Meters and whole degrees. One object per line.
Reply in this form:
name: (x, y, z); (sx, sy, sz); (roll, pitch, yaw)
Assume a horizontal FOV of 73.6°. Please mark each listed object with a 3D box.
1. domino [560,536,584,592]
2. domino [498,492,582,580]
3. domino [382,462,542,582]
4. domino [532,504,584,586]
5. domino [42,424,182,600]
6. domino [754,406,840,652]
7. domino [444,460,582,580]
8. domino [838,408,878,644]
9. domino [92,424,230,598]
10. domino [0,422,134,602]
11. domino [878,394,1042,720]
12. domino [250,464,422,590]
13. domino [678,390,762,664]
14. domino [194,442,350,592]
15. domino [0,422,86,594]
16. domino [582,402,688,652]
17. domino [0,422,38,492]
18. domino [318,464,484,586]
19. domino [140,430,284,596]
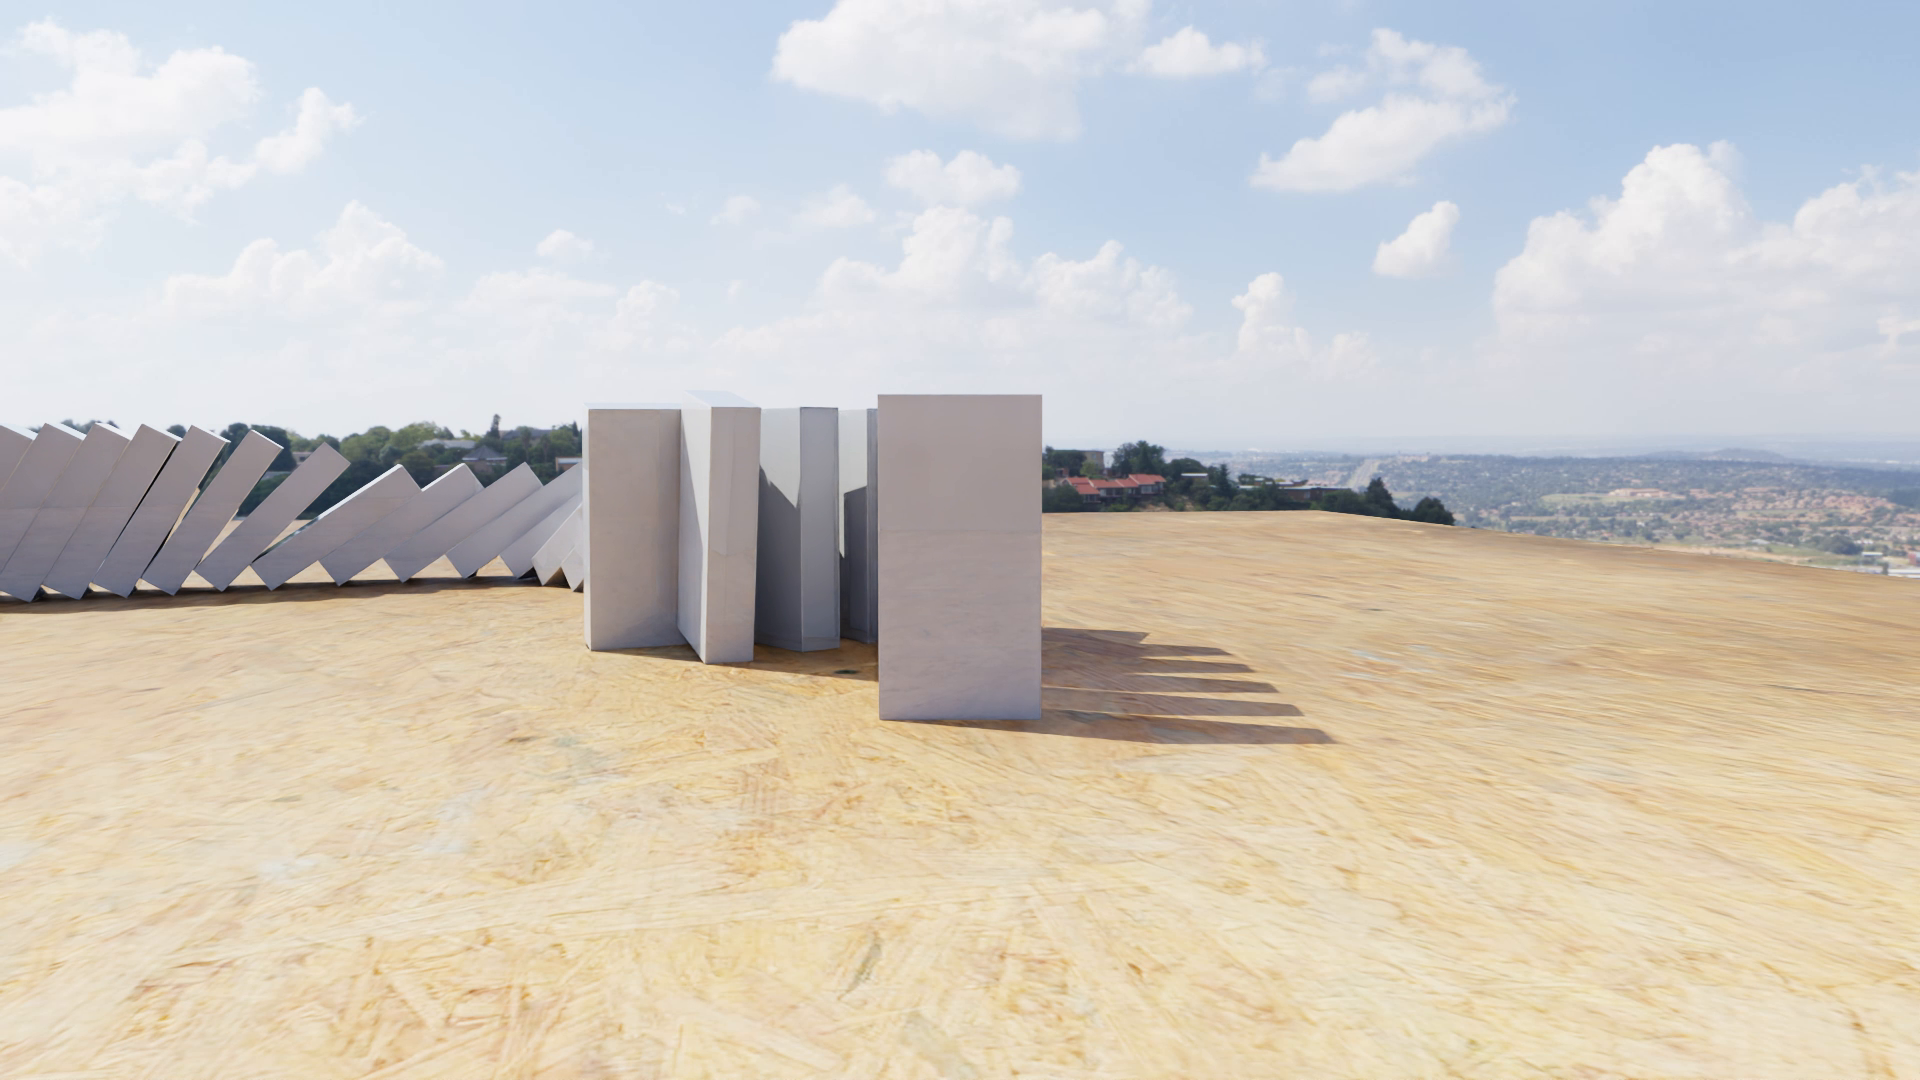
domino: (-0.090, -0.004, 0.366); (0.025, 0.009, 0.050); (-5, -31, -51)
domino: (-0.117, -0.007, 0.401); (0.050, 0.009, 0.025); (-37, -1, 4)
domino: (-0.155, -0.006, 0.402); (0.050, 0.009, 0.025); (-37, 13, -14)
domino: (-0.103, -0.004, 0.381); (0.050, 0.010, 0.025); (-39, -20, 33)
domino: (-0.238, -0.009, 0.362); (0.009, 0.050, 0.025); (31, -10, -25)
domino: (-0.037, -0.003, 0.272); (0.009, 0.050, 0.025); (-4, 6, -41)
domino: (-0.136, -0.007, 0.405); (0.050, 0.009, 0.025); (-37, 9, -10)
domino: (-0.023, -0.004, 0.285); (0.009, 0.050, 0.025); (-3, 5, -36)
domino: (-0.228, -0.009, 0.367); (0.009, 0.050, 0.025); (32, -10, -25)
domino: (-0.247, -0.008, 0.357); (0.009, 0.050, 0.025); (31, -10, -25)
domino: (0.000, 0.002, 0.201); (0.025, 0.050, 0.010); (0, 4, 0)
domino: (-0.189, -0.005, 0.389); (0.050, 0.010, 0.025); (-39, 19, -19)
domino: (-0.048, -0.003, 0.255); (0.009, 0.050, 0.025); (-2, 14, -24)
domino: (-0.203, -0.008, 0.381); (0.009, 0.050, 0.025); (46, -17, -22)
domino: (-0.257, -0.008, 0.352); (0.009, 0.050, 0.025); (31, -10, -25)
domino: (-0.065, -0.003, 0.267); (0.025, 0.050, 0.010); (-3, 14, -23)
domino: (-0.267, -0.008, 0.347); (0.009, 0.050, 0.025); (31, -10, -25)
domino: (-0.172, -0.005, 0.396); (0.050, 0.010, 0.025); (-38, 17, -18)
domino: (-0.217, -0.009, 0.373); (0.009, 0.050, 0.025); (36, -12, -24)
